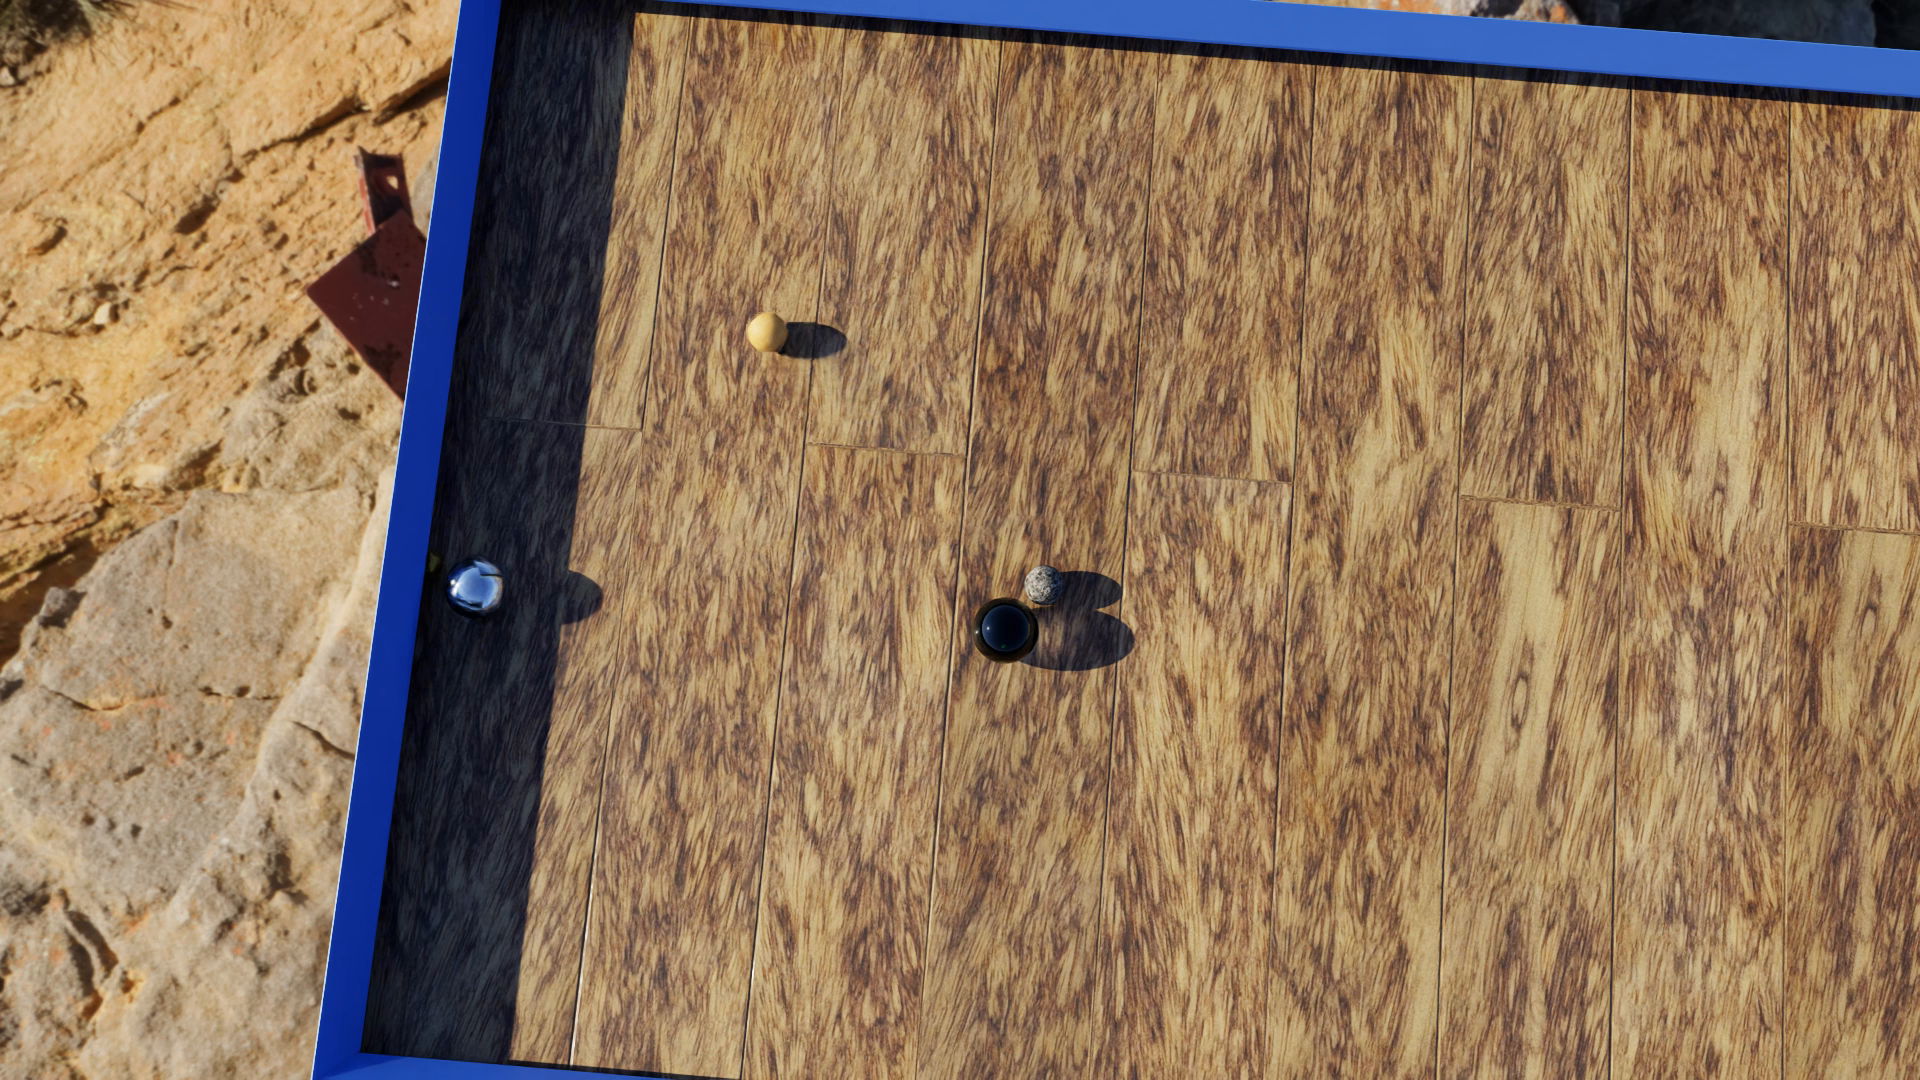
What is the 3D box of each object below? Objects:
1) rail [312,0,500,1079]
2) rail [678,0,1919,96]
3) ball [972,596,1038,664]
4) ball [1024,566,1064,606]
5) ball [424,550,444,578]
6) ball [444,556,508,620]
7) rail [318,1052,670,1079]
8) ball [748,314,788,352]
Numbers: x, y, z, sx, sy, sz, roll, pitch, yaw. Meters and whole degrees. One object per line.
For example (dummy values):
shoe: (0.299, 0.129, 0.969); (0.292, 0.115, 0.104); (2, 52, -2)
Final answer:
rail: (-0.807, -0.072, 3.286); (0.045, 0.129, 1.726); (5, 78, 1)
rail: (0.900, -0.758, 3.428); (3.334, 0.129, 0.045); (5, 78, 1)
ball: (0.067, 0.134, 3.259); (0.099, 0.099, 0.099); (0, 78, 0)
ball: (0.126, 0.068, 3.293); (0.061, 0.061, 0.061); (0, 78, 0)
ball: (-0.798, 0.036, 3.310); (0.040, 0.040, 0.040); (0, 78, 0)
ball: (-0.721, 0.071, 3.276); (0.093, 0.093, 0.093); (0, 78, 0)
rail: (0.762, 0.880, 3.089); (3.334, 0.129, 0.045); (5, 78, 1)
ball: (-0.295, -0.317, 3.373); (0.061, 0.061, 0.061); (0, 78, 0)
